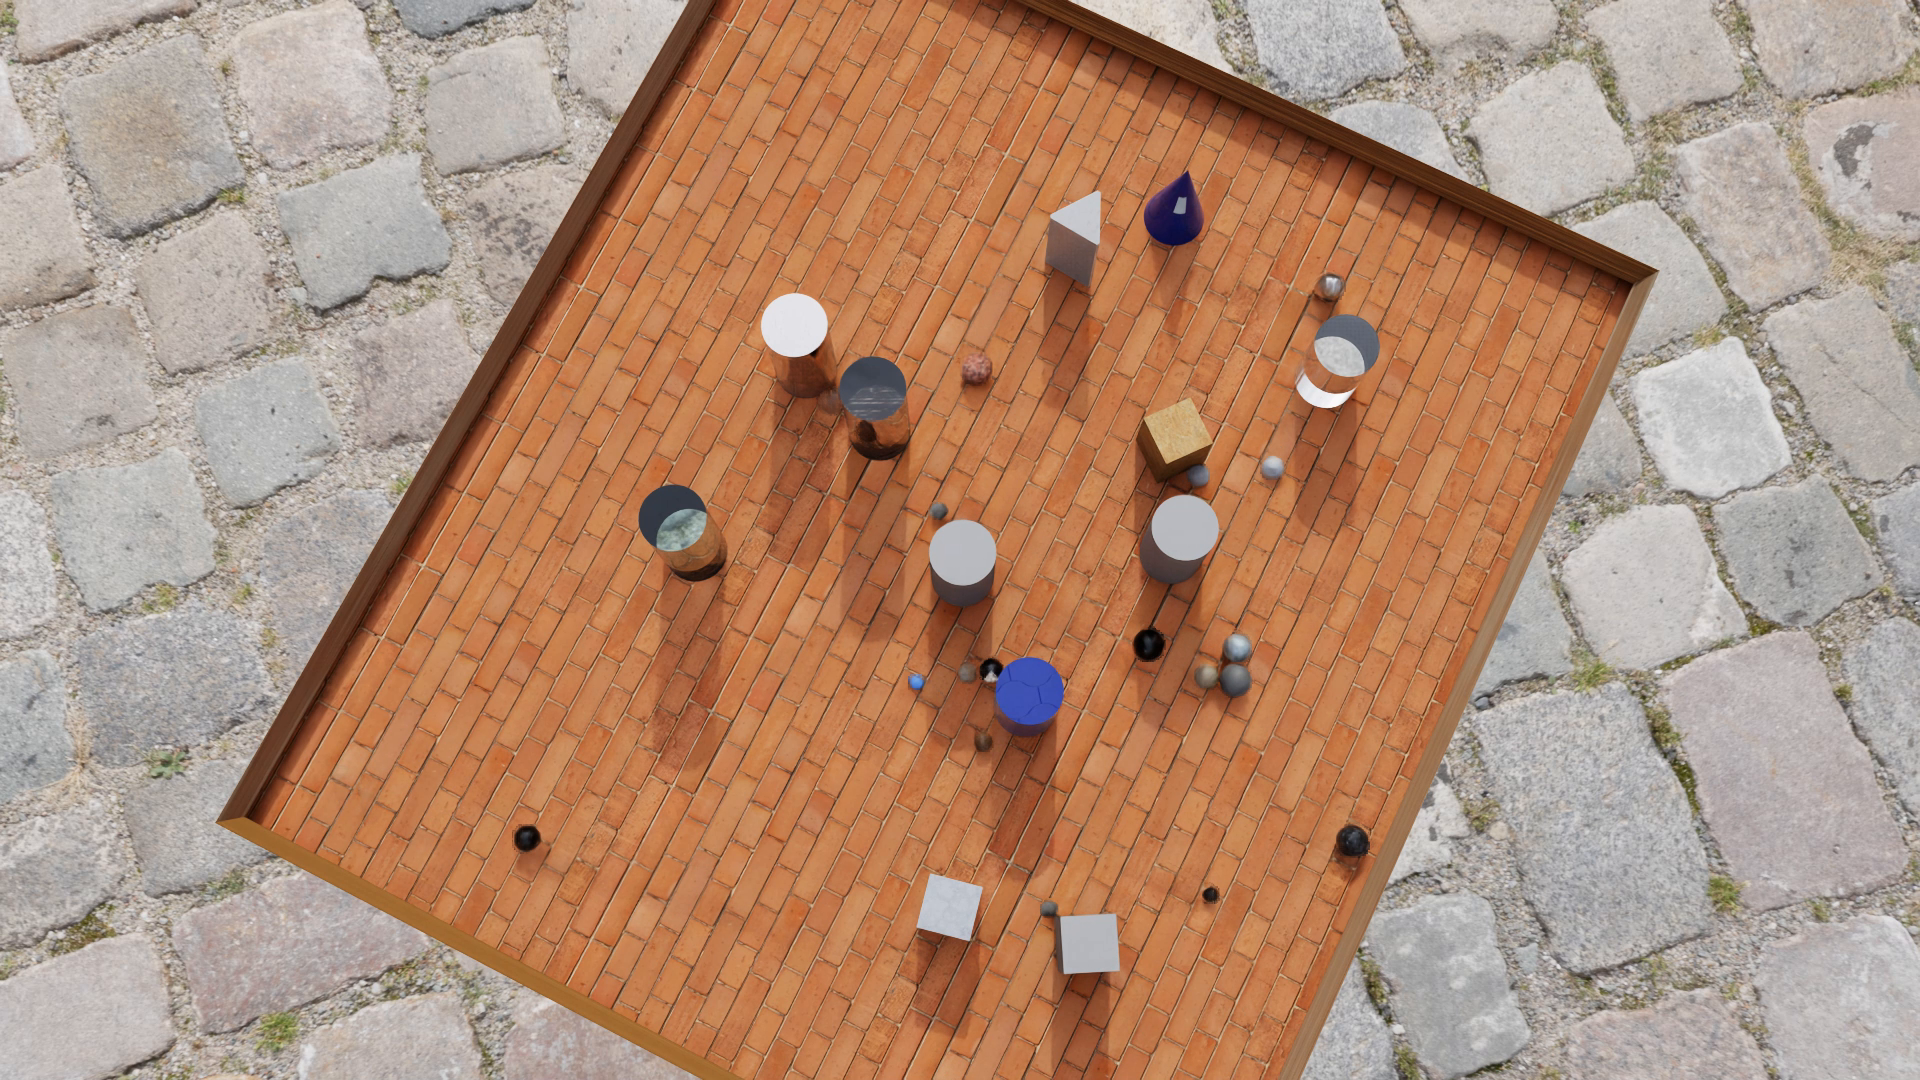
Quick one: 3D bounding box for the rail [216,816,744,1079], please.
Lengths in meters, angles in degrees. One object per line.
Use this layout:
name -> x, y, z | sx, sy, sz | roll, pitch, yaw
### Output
rail -> -0.760, 1.495, 5.242 | 3.114, 0.125, 0.045 | 26, 80, 5

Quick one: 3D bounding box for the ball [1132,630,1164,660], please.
ball -> 0.565, 0.315, 5.504 | 0.094, 0.094, 0.094 | 0, 78, 0

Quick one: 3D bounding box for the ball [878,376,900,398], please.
ball -> -0.222, -0.475, 5.679 | 0.070, 0.070, 0.070 | 0, 78, 0

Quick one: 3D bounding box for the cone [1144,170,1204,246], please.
cone -> 0.681, -1.065, 5.647 | 0.193, 0.372, 0.193 | 0, 78, 0

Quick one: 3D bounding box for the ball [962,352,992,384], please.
ball -> 0.052, -0.533, 5.678 | 0.096, 0.096, 0.096 | 0, 78, 0

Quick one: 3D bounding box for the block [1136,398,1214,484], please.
block -> 0.647, -0.299, 5.549 | 0.154, 0.252, 0.154 | -24, 79, -5

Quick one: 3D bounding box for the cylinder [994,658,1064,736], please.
cylinder -> 0.197, 0.461, 5.344 | 0.193, 0.347, 0.193 | 0, 78, 0

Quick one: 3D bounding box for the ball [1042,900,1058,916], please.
ball -> 0.265, 1.081, 5.369 | 0.047, 0.047, 0.047 | 0, 78, 0

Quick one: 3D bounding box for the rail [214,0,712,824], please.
rail -> -1.372, -0.665, 5.689 | 0.045, 0.125, 3.445 | 26, 80, 5

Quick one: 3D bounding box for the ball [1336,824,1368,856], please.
ball -> 1.154, 0.884, 5.386 | 0.094, 0.094, 0.094 | 0, 78, 0

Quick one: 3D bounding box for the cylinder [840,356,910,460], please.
cylinder -> -0.249, -0.386, 5.461 | 0.193, 0.461, 0.193 | 0, 78, 0

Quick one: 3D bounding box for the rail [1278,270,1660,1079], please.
rail -> 1.372, 0.678, 5.411 | 0.045, 0.125, 3.445 | 26, 80, 5

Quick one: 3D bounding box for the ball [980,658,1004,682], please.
ball -> 0.095, 0.392, 5.498 | 0.073, 0.073, 0.073 | 0, 78, 0

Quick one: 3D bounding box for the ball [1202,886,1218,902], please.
ball -> 0.736, 1.041, 5.378 | 0.046, 0.046, 0.046 | 0, 78, 0

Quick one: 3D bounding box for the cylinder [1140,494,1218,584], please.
cylinder -> 0.645, 0.002, 5.426 | 0.193, 0.371, 0.193 | 0, 78, 0

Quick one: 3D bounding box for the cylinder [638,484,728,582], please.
cylinder -> -0.808, -0.015, 5.380 | 0.193, 0.469, 0.193 | 0, 78, 0

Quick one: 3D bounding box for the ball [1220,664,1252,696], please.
ball -> 0.824, 0.417, 5.481 | 0.096, 0.096, 0.096 | 0, 78, 0

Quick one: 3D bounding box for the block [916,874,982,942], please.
block -> -0.029, 1.059, 5.279 | 0.154, 0.232, 0.154 | 14, 79, 3

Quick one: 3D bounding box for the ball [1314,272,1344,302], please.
ball -> 1.156, -0.792, 5.734 | 0.091, 0.091, 0.091 | 0, 78, 0

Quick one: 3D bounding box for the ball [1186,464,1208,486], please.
ball -> 0.730, -0.197, 5.623 | 0.068, 0.068, 0.068 | 0, 78, 0

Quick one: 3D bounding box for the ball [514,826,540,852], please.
ball -> -1.274, 0.879, 5.395 | 0.077, 0.077, 0.077 | 0, 78, 0

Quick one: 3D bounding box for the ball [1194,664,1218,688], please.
ball -> 0.738, 0.408, 5.494 | 0.073, 0.073, 0.073 | 0, 78, 0

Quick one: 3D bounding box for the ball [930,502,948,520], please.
ball -> -0.063, -0.090, 5.609 | 0.052, 0.052, 0.052 | 0, 78, 0

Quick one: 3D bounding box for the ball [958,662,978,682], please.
ball -> 0.024, 0.398, 5.505 | 0.057, 0.057, 0.057 | 0, 78, 0

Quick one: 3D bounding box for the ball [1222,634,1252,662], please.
ball -> 0.832, 0.325, 5.506 | 0.085, 0.085, 0.085 | 0, 78, 0

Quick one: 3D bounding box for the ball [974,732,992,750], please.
ball -> 0.069, 0.601, 5.463 | 0.056, 0.056, 0.056 | 0, 78, 0

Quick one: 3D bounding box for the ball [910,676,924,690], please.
ball -> -0.129, 0.429, 5.506 | 0.042, 0.042, 0.042 | 0, 78, 0

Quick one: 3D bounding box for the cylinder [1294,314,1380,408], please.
cylinder -> 1.140, -0.539, 5.559 | 0.193, 0.332, 0.193 | 0, 78, 0

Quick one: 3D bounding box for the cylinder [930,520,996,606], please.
cylinder -> 0.008, 0.072, 5.419 | 0.193, 0.358, 0.193 | 0, 78, 0

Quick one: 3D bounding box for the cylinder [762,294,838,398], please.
cylinder -> -0.479, -0.578, 5.516 | 0.193, 0.432, 0.193 | 0, 78, 0

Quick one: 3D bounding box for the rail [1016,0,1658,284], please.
rail -> 0.760, -1.481, 5.858 | 3.114, 0.125, 0.045 | 26, 80, 5

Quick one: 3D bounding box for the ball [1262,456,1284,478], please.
ball -> 0.962, -0.223, 5.628 | 0.068, 0.068, 0.068 | 0, 78, 0

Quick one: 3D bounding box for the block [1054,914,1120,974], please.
block -> 0.358, 1.145, 5.210 | 0.154, 0.333, 0.154 | -3, 78, -1

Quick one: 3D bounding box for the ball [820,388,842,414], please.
ball -> -0.396, -0.429, 5.665 | 0.078, 0.078, 0.078 | 0, 78, 0

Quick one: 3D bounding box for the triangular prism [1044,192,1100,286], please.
triangular prism -> 0.376, -0.939, 5.620 | 0.167, 0.373, 0.145 | 31, 80, 6
